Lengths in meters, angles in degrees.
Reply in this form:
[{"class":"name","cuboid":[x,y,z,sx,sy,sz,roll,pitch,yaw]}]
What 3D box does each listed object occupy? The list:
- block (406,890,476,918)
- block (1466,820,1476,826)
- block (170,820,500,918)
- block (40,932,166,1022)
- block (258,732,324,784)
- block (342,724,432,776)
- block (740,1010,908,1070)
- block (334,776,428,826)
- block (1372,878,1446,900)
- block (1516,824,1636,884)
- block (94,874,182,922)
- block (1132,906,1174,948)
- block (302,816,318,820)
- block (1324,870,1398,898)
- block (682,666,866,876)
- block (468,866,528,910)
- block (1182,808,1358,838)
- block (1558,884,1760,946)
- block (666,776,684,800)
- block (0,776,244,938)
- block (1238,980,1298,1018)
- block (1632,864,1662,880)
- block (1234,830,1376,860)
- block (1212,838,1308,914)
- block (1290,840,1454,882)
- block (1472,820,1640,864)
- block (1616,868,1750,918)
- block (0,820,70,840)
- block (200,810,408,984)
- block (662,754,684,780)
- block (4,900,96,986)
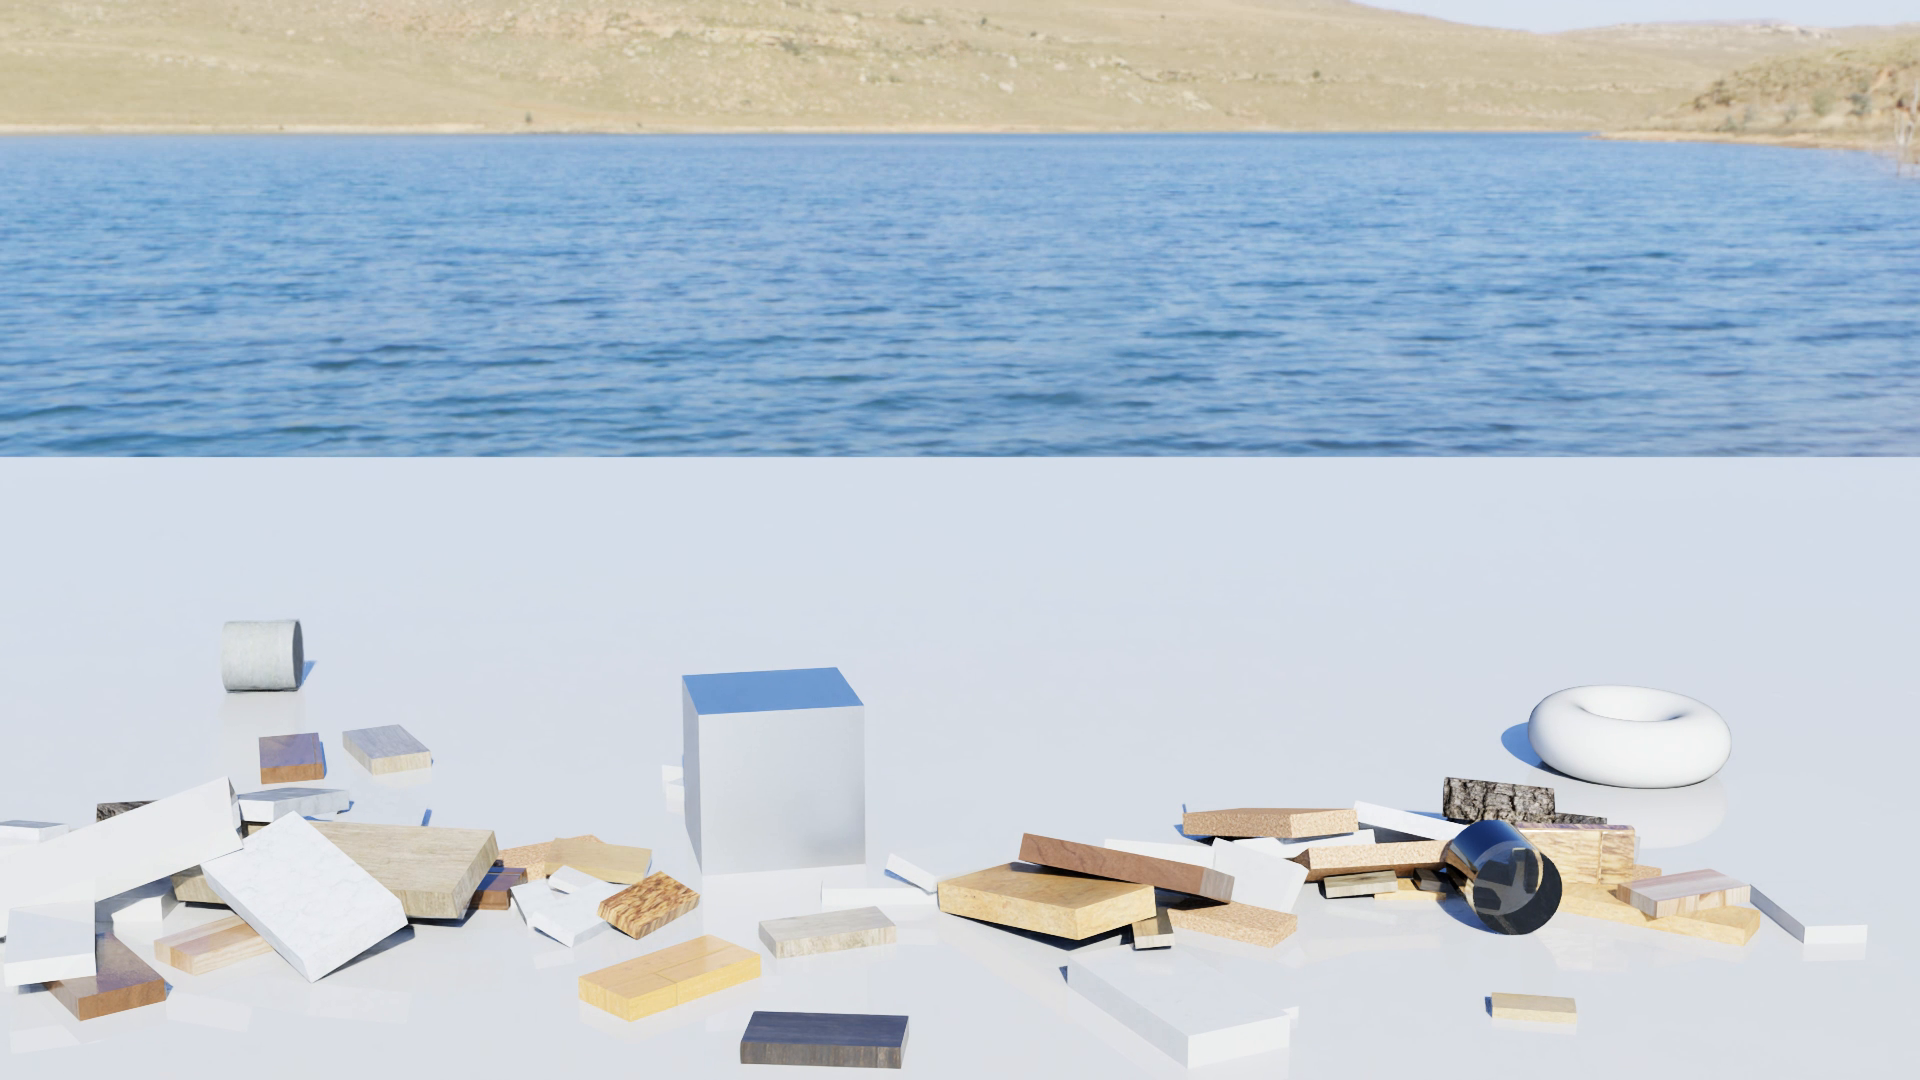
[{"class":"block","cuboid":[-0.908,0.564,3.574,0.232,0.033,0.116,0,28,4]},{"class":"block","cuboid":[0.899,0.507,3.873,0.013,0.046,0.093,29,56,20]},{"class":"block","cuboid":[-1.011,0.527,3.562,0.493,0.048,0.168,1,28,14]},{"class":"block","cuboid":[-1.286,0.646,3.270,0.122,0.035,0.245,-8,13,-38]},{"class":"block","cuboid":[-1.341,0.436,4.405,0.117,0.033,0.235,-3,11,-18]},{"class":"block","cuboid":[-1.166,0.425,4.468,0.117,0.033,0.235,-6,12,-29]},{"class":"block","cuboid":[-0.185,0.691,3.042,0.220,0.031,0.110,1,11,4]},{"class":"block","cuboid":[-1.030,0.504,3.888,0.143,0.041,0.324,19,7,-11]},{"class":"block","cuboid":[0.746,0.582,3.665,0.117,0.017,0.058,0,11,1]},{"class":"block","cuboid":[1.015,0.519,3.636,0.189,0.095,0.027,1,11,3]},{"class":"block","cuboid":[-1.578,0.584,3.595,0.584,0.039,0.139,0,11,-2]},{"class":"block","cuboid":[0.296,0.598,3.407,0.058,0.017,0.287,-6,-1,3]},{"class":"block","cuboid":[-1.228,0.524,3.916,0.286,0.041,0.143,10,14,43]},{"class":"block","cuboid":[0.666,0.571,3.653,0.117,0.017,0.058,-7,10,7]},{"class":"block","cuboid":[-0.333,0.403,3.897,0.284,0.284,0.284,-2,11,-13]},{"class":"block","cuboid":[-0.880,0.576,3.656,0.294,0.033,0.116,1,11,5]},{"class":"block","cuboid":[0.536,0.491,3.830,0.134,0.038,0.344,-1,-5,-26]},{"class":"block","cuboid":[1.102,0.595,3.564,0.354,0.029,0.101,7,13,33]},{"class":"block","cuboid":[-0.451,0.480,4.183,0.199,0.028,0.099,7,13,34]},{"class":"block","cuboid":[-1.375,0.512,3.500,0.449,0.044,0.156,-20,31,-12]},{"class":"block","cuboid":[0.431,0.670,3.192,0.059,0.017,0.117,-6,12,-30]},{"class":"block","cuboid":[1.071,0.567,3.716,0.202,0.029,0.101,6,12,28]},{"class":"block","cuboid":[0.569,0.530,3.763,0.250,0.035,0.125,-3,-14,-14]},{"class":"block","cuboid":[0.476,0.556,3.607,0.184,0.092,0.026,12,-21,47]},{"class":"block","cuboid":[0.691,0.539,3.688,0.250,0.035,0.125,-2,-19,-8]},{"class":"block","cuboid":[1.026,0.519,3.787,0.268,0.038,0.134,6,1,22]},{"class":"block","cuboid":[1.169,0.569,3.552,0.189,0.027,0.094,-5,11,-23]},{"class":"block","cuboid":[-1.592,0.494,3.752,0.129,0.018,0.064,0,1,25]},{"class":"block","cuboid":[-1.024,0.550,3.425,0.168,0.048,0.337,-31,39,-32]},{"class":"block","cuboid":[-0.474,0.454,4.324,0.199,0.028,0.099,5,11,23]},{"class":"block","cuboid":[-1.367,0.604,3.310,0.122,0.035,0.245,-4,11,-21]}]
